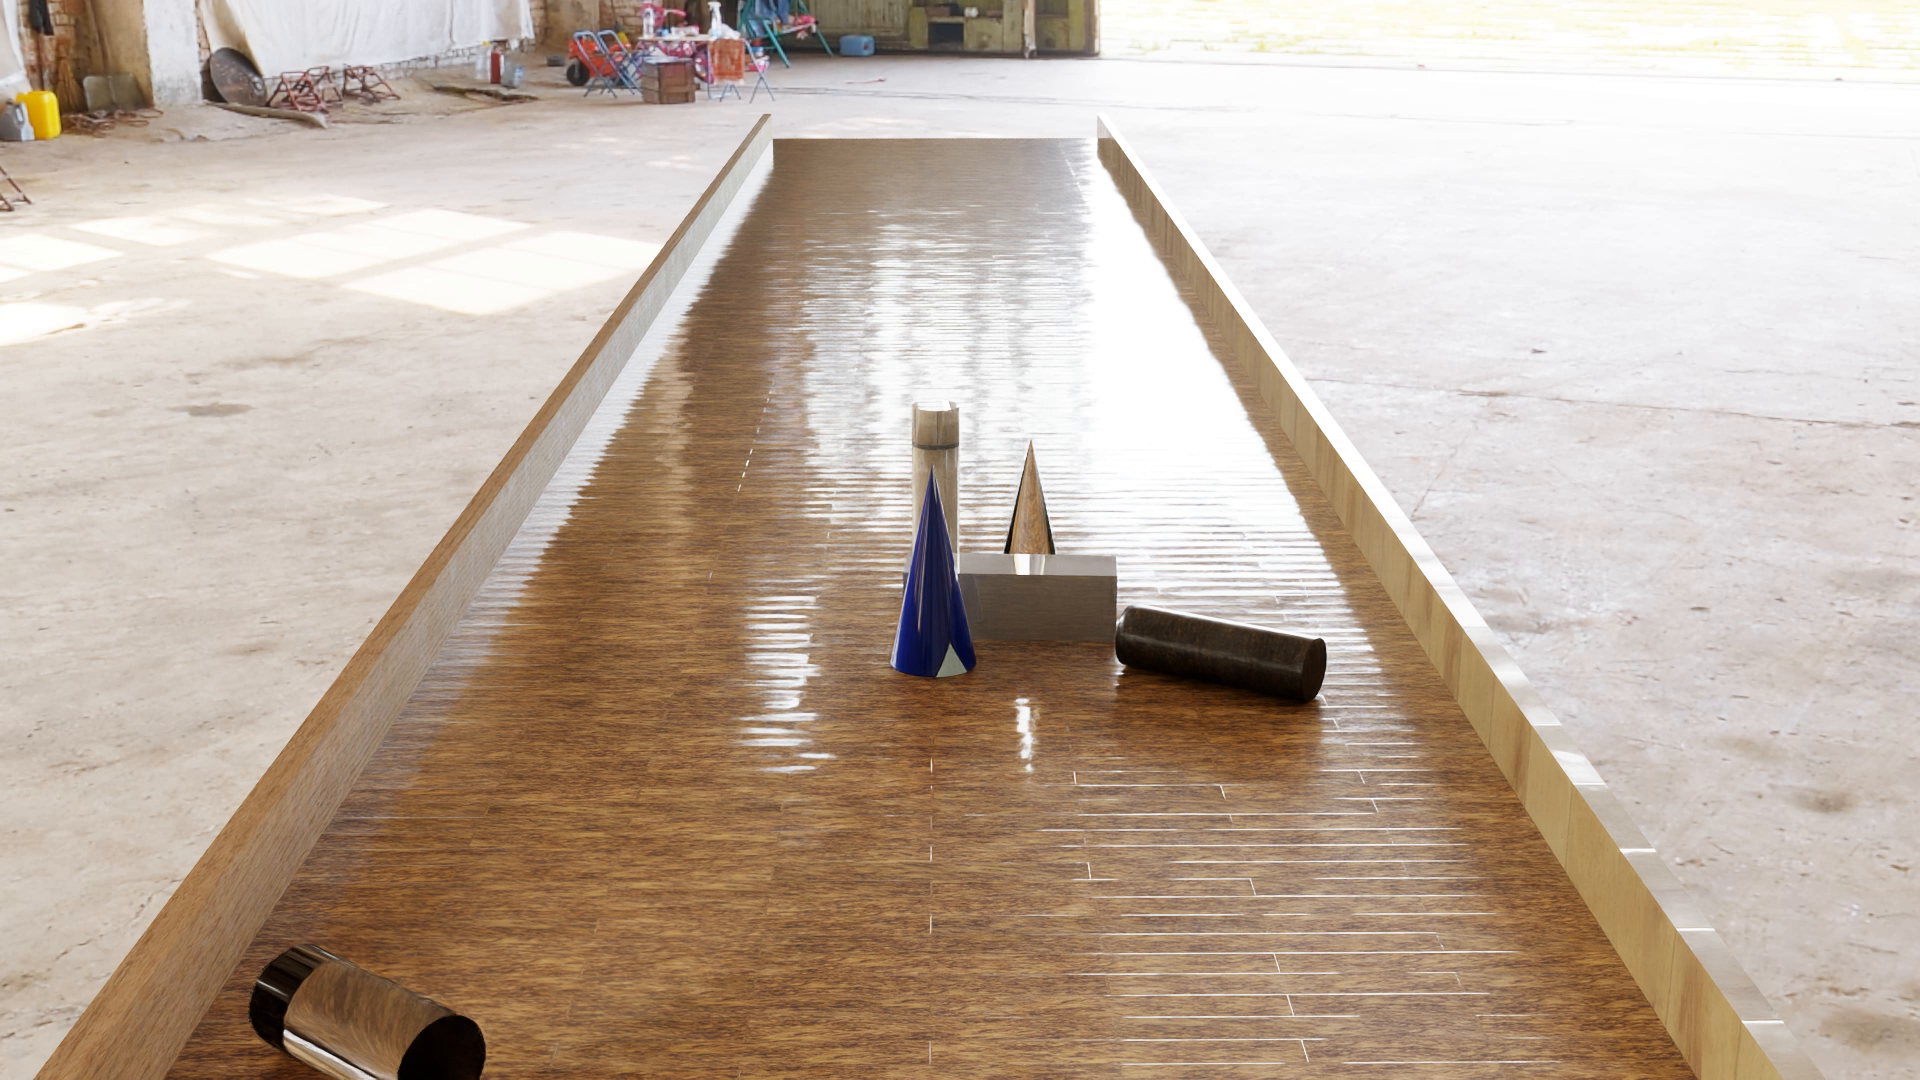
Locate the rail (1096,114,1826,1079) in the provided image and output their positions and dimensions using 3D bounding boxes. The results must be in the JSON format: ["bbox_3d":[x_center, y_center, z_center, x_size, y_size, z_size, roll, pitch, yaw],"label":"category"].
[{"bbox_3d":[0.932,-0.844,7.801,0.050,0.150,12.000,0,17,-1],"label":"rail"}]

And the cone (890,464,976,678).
[{"bbox_3d":[-0.054,0.046,4.344,0.174,0.414,0.174,0,17,0],"label":"cone"}]

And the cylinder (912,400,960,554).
[{"bbox_3d":[-0.053,-0.104,4.873,0.105,0.400,0.105,0,17,0],"label":"cylinder"}]

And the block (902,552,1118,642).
[{"bbox_3d":[0.106,0.118,4.582,0.439,0.142,0.142,1,17,3],"label":"block"}]

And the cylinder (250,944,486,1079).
[{"bbox_3d":[-0.768,0.636,2.846,0.306,0.140,0.140,13,21,37],"label":"cylinder"}]

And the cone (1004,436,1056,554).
[{"bbox_3d":[0.150,-0.038,4.698,0.167,0.375,0.167,0,17,0],"label":"cone"}]

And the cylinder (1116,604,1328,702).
[{"bbox_3d":[0.506,0.217,4.280,0.395,0.124,0.124,10,19,30],"label":"cylinder"}]

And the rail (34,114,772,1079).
[{"bbox_3d":[-1.118,-0.838,7.780,0.050,0.150,12.000,0,17,-1],"label":"rail"}]
